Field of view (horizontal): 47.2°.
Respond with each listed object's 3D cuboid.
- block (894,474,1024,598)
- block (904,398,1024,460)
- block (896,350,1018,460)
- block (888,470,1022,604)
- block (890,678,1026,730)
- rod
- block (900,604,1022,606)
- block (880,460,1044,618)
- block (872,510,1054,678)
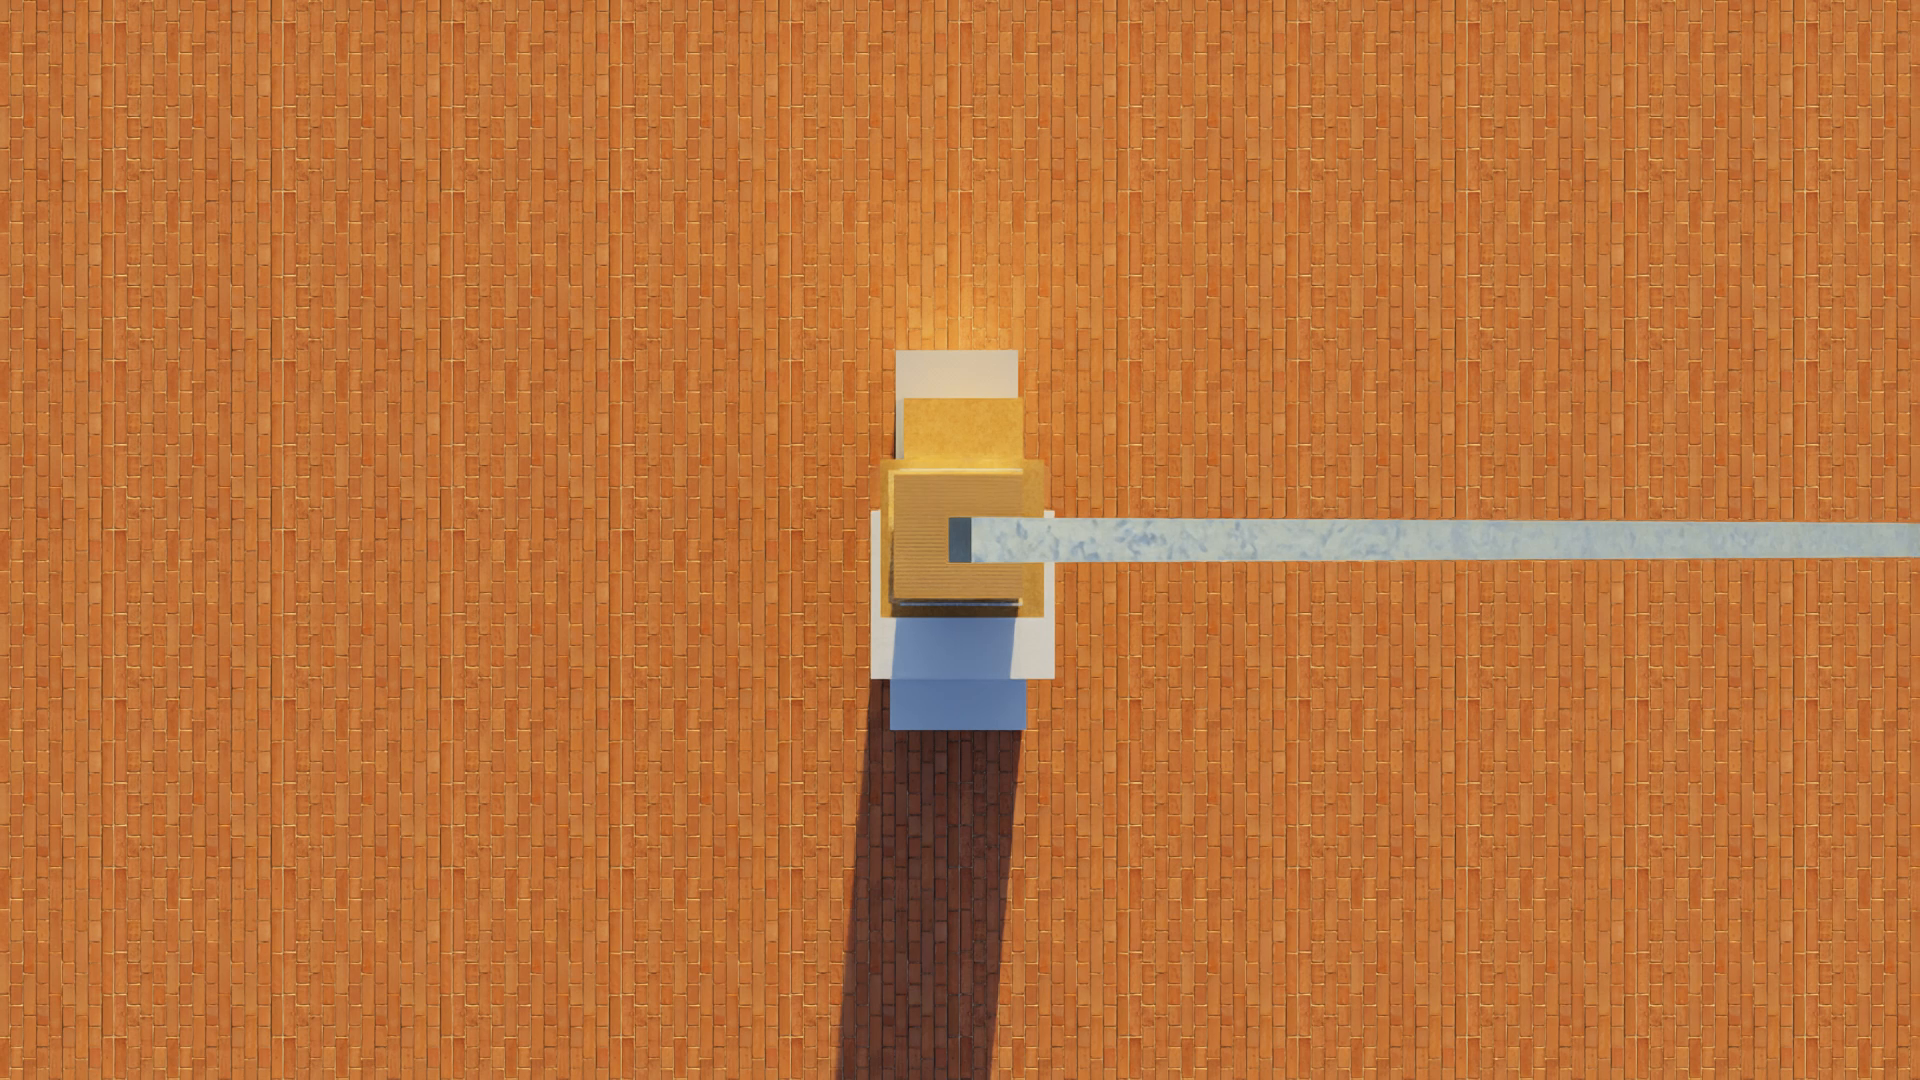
[{"bbox_3d":[-0.005,-0.013,8.065,0.459,0.504,0.440,0,90,0],"label":"block"},{"bbox_3d":[0.017,-0.456,11.948,0.632,0.654,0.562,0,87,0],"label":"block"},{"bbox_3d":[-0.017,-0.710,12.644,0.683,0.713,0.699,0,90,0],"label":"block"},{"bbox_3d":[-0.016,-0.012,8.589,0.508,0.544,0.502,0,90,0],"label":"block"},{"bbox_3d":[-0.009,0.656,12.631,0.763,0.738,0.806,0,90,0],"label":"block"},{"bbox_3d":[2.234,0.000,5.218,5.200,0.080,0.080,0,90,-31],"label":"rod"},{"bbox_3d":[0.005,-0.008,9.683,0.525,0.580,0.582,0,90,0],"label":"block"},{"bbox_3d":[0.011,-0.006,10.380,0.742,0.813,0.718,0,90,0],"label":"block"},{"bbox_3d":[0.015,0.285,11.837,0.952,0.850,0.872,0,90,0],"label":"block"}]
